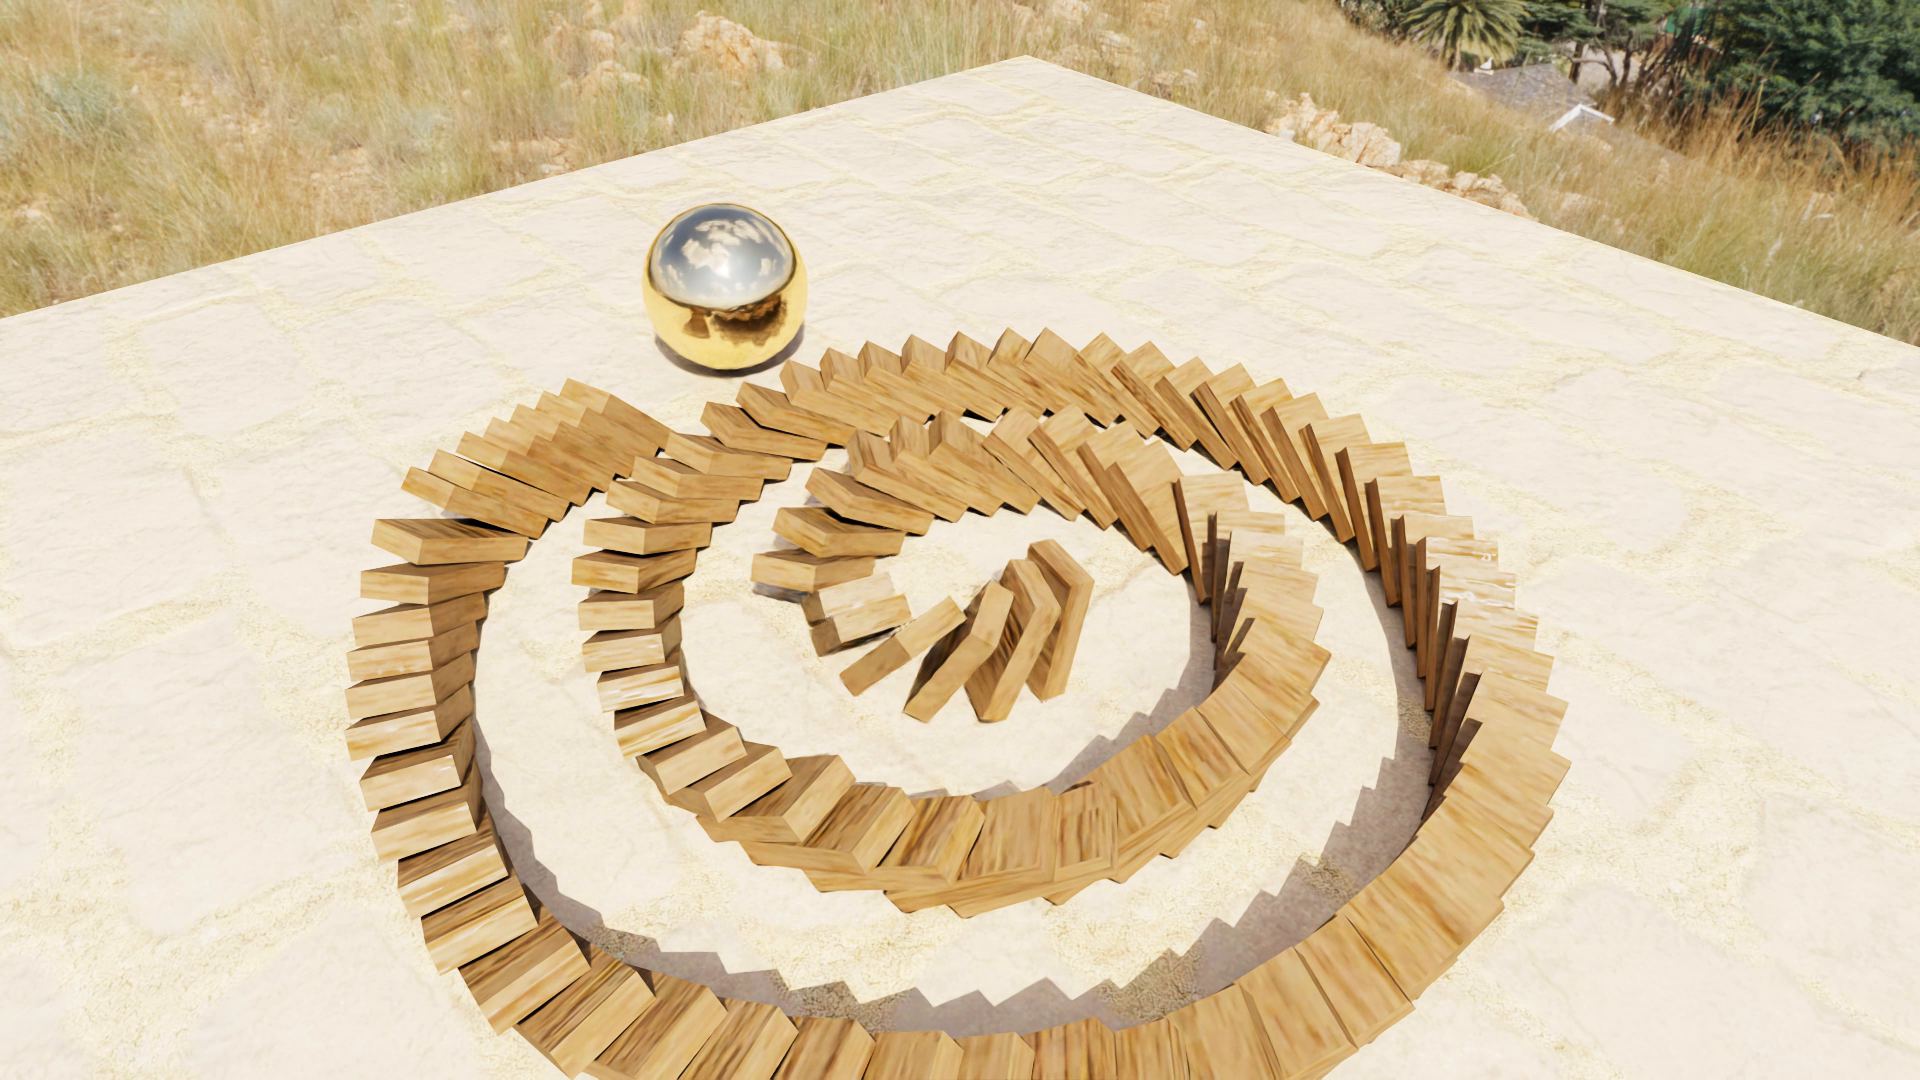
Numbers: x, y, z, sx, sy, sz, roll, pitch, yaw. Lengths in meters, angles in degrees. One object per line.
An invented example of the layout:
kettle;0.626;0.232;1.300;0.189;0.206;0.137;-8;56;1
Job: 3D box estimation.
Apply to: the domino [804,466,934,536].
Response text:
domino;-0.035;-0.015;0.440;0.025;0.009;0.050;35;13;35

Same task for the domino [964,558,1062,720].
domino;0.016;0.034;0.370;0.009;0.050;0.025;6;35;-26

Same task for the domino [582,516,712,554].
domino;-0.120;-0.003;0.425;0.025;0.009;0.050;8;6;15

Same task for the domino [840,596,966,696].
domino;-0.020;0.036;0.371;0.025;0.050;0.010;-34;88;-34

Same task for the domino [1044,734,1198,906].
domino;0.042;0.082;0.322;0.050;0.010;0.025;-38;41;12

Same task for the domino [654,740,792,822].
domino;-0.073;0.072;0.334;0.025;0.009;0.050;-29;11;-31

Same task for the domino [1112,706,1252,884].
domino;0.059;0.076;0.328;0.050;0.010;0.025;-42;45;9

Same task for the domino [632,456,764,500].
domino;-0.107;-0.025;0.453;0.025;0.009;0.050;21;11;27

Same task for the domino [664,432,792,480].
domino;-0.097;-0.035;0.466;0.025;0.009;0.050;24;12;28

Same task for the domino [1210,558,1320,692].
domino;0.105;0.033;0.378;0.025;0.010;0.050;14;83;17

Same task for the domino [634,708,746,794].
domino;-0.086;0.065;0.342;0.025;0.009;0.050;-25;9;-24

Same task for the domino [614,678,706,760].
domino;-0.097;0.056;0.352;0.025;0.009;0.050;-19;7;-16

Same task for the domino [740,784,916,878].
domino;-0.039;0.084;0.322;0.050;0.010;0.025;-9;28;41

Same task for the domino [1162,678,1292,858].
domino;0.073;0.069;0.335;0.050;0.010;0.025;-46;50;6

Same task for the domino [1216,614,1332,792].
domino;0.096;0.052;0.355;0.025;0.009;0.050;29;88;27

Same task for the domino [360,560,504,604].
domino;-0.193;0.014;0.405;0.025;0.009;0.050;5;6;6

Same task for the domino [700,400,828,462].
domino;-0.086;-0.047;0.482;0.050;0.010;0.025;6;26;-47

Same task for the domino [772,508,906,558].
domino;-0.046;-0.003;0.428;0.025;0.010;0.050;28;15;29

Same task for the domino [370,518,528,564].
domino;-0.195;0.000;0.423;0.025;0.010;0.050;19;9;22

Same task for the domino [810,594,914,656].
domino;-0.035;0.030;0.380;0.025;0.050;0.009;-16;85;-19

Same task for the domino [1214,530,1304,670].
domino;0.106;0.023;0.391;0.025;0.009;0.050;8;81;9

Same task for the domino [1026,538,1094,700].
domino;0.030;0.028;0.377;0.009;0.050;0.025;-12;40;-29

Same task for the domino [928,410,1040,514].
domino;0.010;-0.033;0.461;0.050;0.010;0.025;29;30;-21

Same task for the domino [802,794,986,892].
domino;-0.019;0.088;0.317;0.050;0.010;0.025;-14;29;35

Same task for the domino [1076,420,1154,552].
domino;0.072;-0.023;0.451;0.025;0.009;0.050;-27;79;-29

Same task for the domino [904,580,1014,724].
domino;-0.001;0.038;0.366;0.009;0.050;0.025;31;43;-8

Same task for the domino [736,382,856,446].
domino;-0.072;-0.056;0.490;0.050;0.010;0.025;11;23;-45

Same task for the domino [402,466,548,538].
domino;-0.190;-0.014;0.434;0.025;0.050;0.009;21;85;24

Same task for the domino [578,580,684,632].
domino;-0.117;0.023;0.395;0.025;0.010;0.050;-2;6;-3

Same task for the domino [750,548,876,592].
domino;-0.054;0.010;0.409;0.025;0.010;0.050;10;7;19

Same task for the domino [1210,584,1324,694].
domino;0.101;0.043;0.367;0.025;0.009;0.050;19;85;20

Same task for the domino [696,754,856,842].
domino;-0.055;0.077;0.326;0.050;0.010;0.025;-16;22;47

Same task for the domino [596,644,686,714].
domino;-0.105;0.045;0.367;0.025;0.010;0.050;-11;6;-13

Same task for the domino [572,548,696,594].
domino;-0.121;0.009;0.412;0.025;0.010;0.050;7;9;9

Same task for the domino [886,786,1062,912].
domino;0.004;0.089;0.314;0.050;0.010;0.025;-21;34;28

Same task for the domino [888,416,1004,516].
domino;-0.006;-0.031;0.459;0.050;0.010;0.025;27;30;-25

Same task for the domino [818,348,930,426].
domino;-0.039;-0.070;0.508;0.050;0.009;0.025;20;29;-29

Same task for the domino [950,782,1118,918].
domino;0.020;0.089;0.315;0.050;0.009;0.025;-24;33;24

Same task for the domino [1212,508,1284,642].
domino;0.107;0.014;0.409;0.025;0.010;0.050;4;67;5

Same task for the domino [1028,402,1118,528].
domino;0.054;-0.031;0.460;0.025;0.009;0.050;-35;84;-40

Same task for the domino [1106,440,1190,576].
domino;0.083;-0.013;0.440;0.025;0.010;0.050;-26;79;-29

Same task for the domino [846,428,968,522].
domino;-0.022;-0.026;0.454;0.050;0.010;0.025;23;28;-31

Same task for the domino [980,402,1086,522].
domino;0.035;-0.033;0.464;0.050;0.009;0.025;40;46;-3

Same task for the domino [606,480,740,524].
domino;-0.114;-0.015;0.442;0.025;0.010;0.050;20;10;23

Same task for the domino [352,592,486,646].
domino;-0.189;0.027;0.388;0.025;0.009;0.050;-8;4;-4

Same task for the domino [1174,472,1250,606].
domino;0.101;-0.001;0.426;0.025;0.009;0.050;-5;68;-7

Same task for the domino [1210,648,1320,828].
domino;0.086;0.062;0.344;0.025;0.009;0.050;40;93;35

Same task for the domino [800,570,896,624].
domino;-0.041;0.021;0.392;0.025;0.009;0.050;-15;-2;-16

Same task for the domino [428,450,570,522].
domino;-0.185;-0.021;0.443;0.025;0.050;0.009;21;85;24

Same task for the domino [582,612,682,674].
domino;-0.112;0.035;0.379;0.025;0.009;0.050;-8;5;-7

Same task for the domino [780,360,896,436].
domino;-0.056;-0.065;0.503;0.050;0.010;0.025;17;29;-33
